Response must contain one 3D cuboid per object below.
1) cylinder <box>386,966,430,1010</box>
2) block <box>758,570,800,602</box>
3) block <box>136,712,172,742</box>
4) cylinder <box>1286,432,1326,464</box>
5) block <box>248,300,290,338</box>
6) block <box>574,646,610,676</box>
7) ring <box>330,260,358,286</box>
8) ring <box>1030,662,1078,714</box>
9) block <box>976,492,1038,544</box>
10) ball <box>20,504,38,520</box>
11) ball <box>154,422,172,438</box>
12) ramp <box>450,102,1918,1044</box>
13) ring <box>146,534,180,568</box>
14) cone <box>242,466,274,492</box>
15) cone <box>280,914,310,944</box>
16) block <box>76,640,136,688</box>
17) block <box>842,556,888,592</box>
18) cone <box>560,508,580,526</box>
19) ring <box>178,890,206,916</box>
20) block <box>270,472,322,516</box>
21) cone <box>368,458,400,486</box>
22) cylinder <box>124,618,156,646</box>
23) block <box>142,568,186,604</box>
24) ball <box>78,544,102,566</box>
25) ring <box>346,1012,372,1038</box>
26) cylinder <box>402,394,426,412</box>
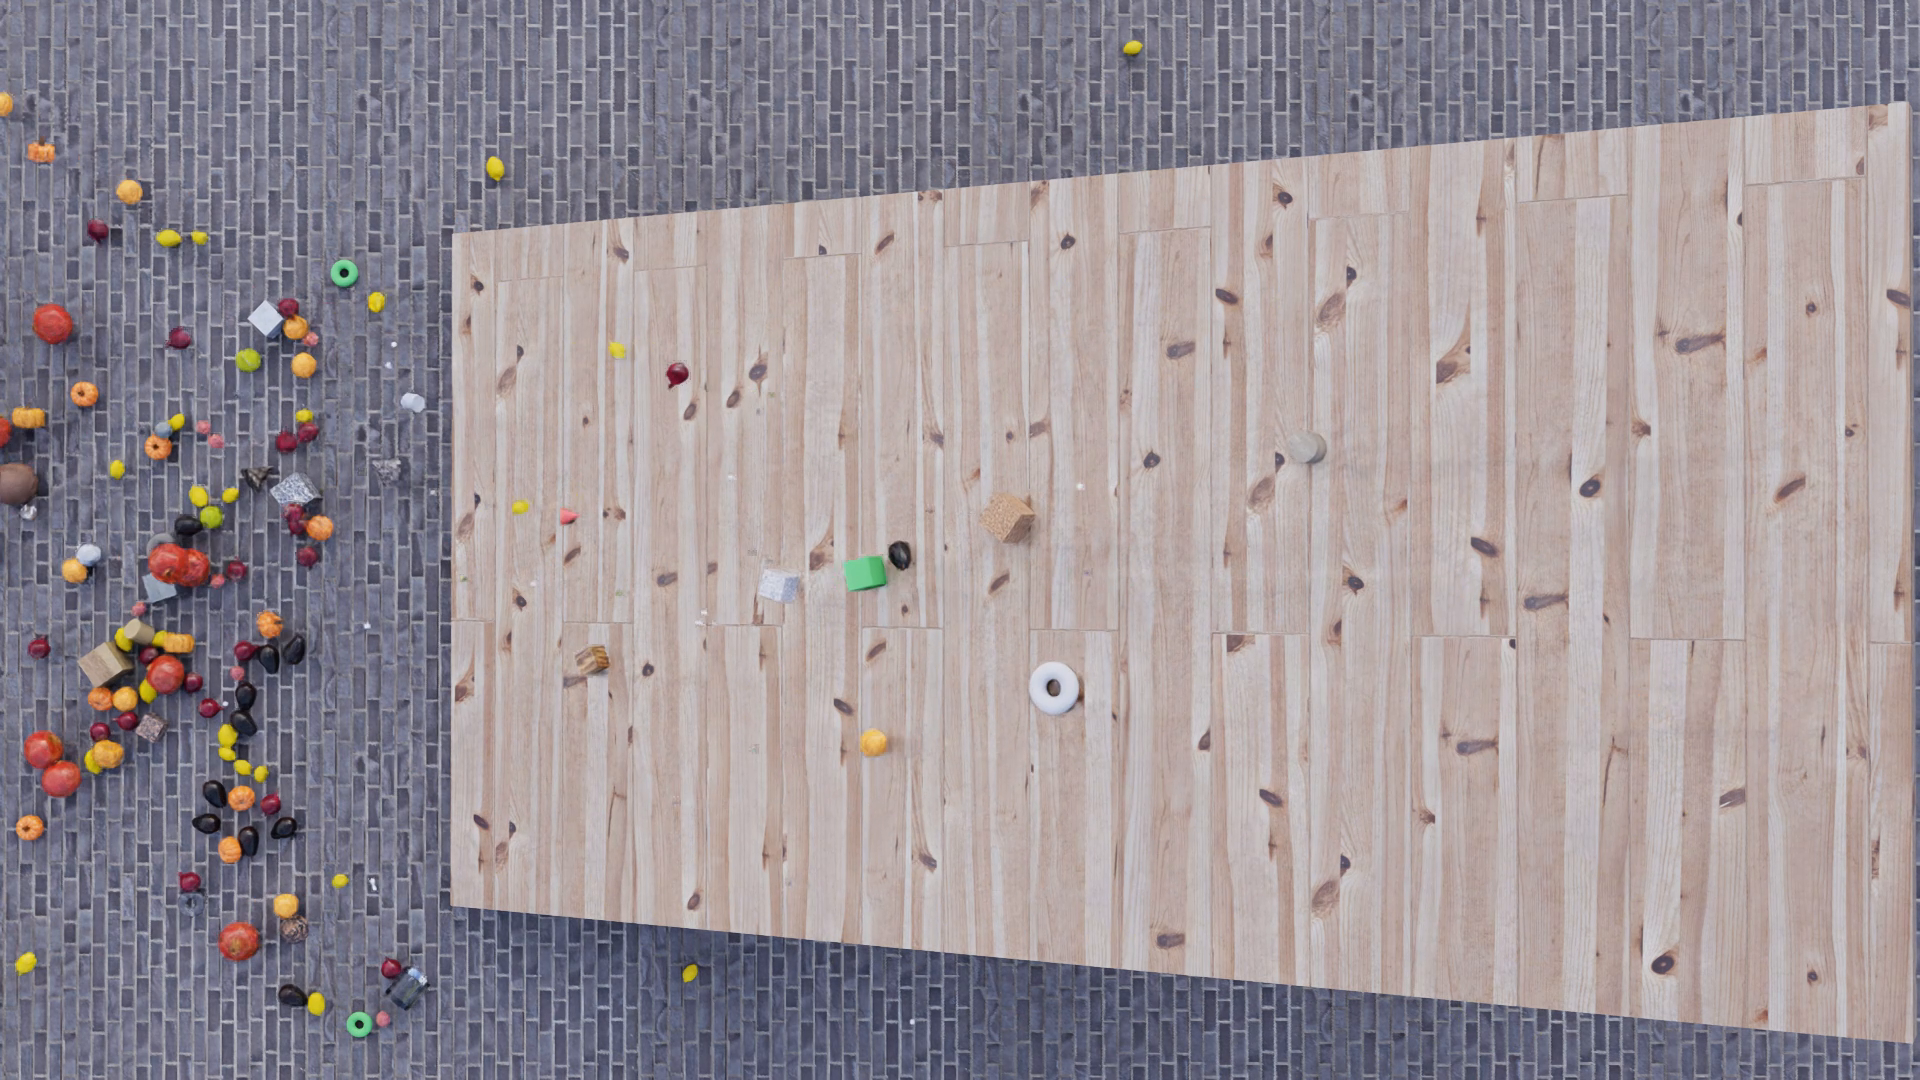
[{"bbox_3d":[-1.651,1.340,6.575,0.091,0.091,0.091,40,90,0],"label":"cylinder"},{"bbox_3d":[-0.490,0.123,5.962,0.070,0.070,0.070,19,98,27],"label":"block"},{"bbox_3d":[-2.420,0.562,6.596,0.064,0.064,0.064,30,89,0],"label":"block"},{"bbox_3d":[0.830,-0.221,5.262,0.075,0.075,0.075,0,89,28],"label":"cylinder"},{"bbox_3d":[-2.073,-0.662,6.603,0.076,0.076,0.076,44,90,0],"label":"block"},{"bbox_3d":[-1.046,0.344,6.259,0.062,0.062,0.062,-29,76,25],"label":"block"},{"bbox_3d":[-1.856,-0.804,6.629,0.082,0.027,0.082,0,88,0],"label":"ring"},{"bbox_3d":[0.239,0.376,5.587,0.135,0.045,0.135,0,90,27],"label":"ring"},{"bbox_3d":[0.120,-0.056,5.628,0.092,0.092,0.092,41,107,22],"label":"block"},{"bbox_3d":[-2.800,-0.082,6.610,0.050,0.050,0.050,0,89,0],"label":"ball"},{"bbox_3d":[-2.385,-0.329,6.587,0.051,0.051,0.051,0,89,0],"label":"ball"},{"bbox_3d":[0.276,0.078,5.652,4.000,0.100,2.000,0,89,28],"label":"ramp"},{"bbox_3d":[-2.397,0.031,6.617,0.104,0.035,0.104,0,90,-1],"label":"ring"},{"bbox_3d":[-2.100,-0.200,6.617,0.086,0.086,0.086,-39,89,-27],"label":"cone"},{"bbox_3d":[-2.004,1.172,6.577,0.091,0.091,0.091,0,89,0],"label":"cone"},{"bbox_3d":[-2.554,0.373,6.581,0.099,0.099,0.099,-35,90,0],"label":"block"},{"bbox_3d":[-0.251,0.090,5.832,0.077,0.077,0.077,-15,82,27],"label":"block"},{"bbox_3d":[-1.118,-0.069,6.324,0.052,0.052,0.052,-6,89,-6],"label":"cone"},{"bbox_3d":[-2.310,1.091,6.609,0.083,0.028,0.083,0,91,-1],"label":"ring"},{"bbox_3d":[-1.988,-0.137,6.588,0.096,0.096,0.096,-35,90,0],"label":"block"},{"bbox_3d":[-1.735,-0.218,6.574,0.088,0.088,0.088,26,89,-39],"label":"cone"},{"bbox_3d":[-2.457,0.277,6.588,0.063,0.063,0.063,-12,61,23],"label":"cylinder"},{"bbox_3d":[-2.384,0.136,6.591,0.083,0.083,0.083,-18,89,0],"label":"block"},{"bbox_3d":[-2.613,0.046,6.600,0.068,0.068,0.068,0,89,0],"label":"ball"},{"bbox_3d":[-1.804,1.456,6.606,0.077,0.026,0.077,0,91,1],"label":"ring"},{"bbox_3d":[-1.641,-0.412,6.603,0.050,0.050,0.050,13,89,38],"label":"cylinder"}]
